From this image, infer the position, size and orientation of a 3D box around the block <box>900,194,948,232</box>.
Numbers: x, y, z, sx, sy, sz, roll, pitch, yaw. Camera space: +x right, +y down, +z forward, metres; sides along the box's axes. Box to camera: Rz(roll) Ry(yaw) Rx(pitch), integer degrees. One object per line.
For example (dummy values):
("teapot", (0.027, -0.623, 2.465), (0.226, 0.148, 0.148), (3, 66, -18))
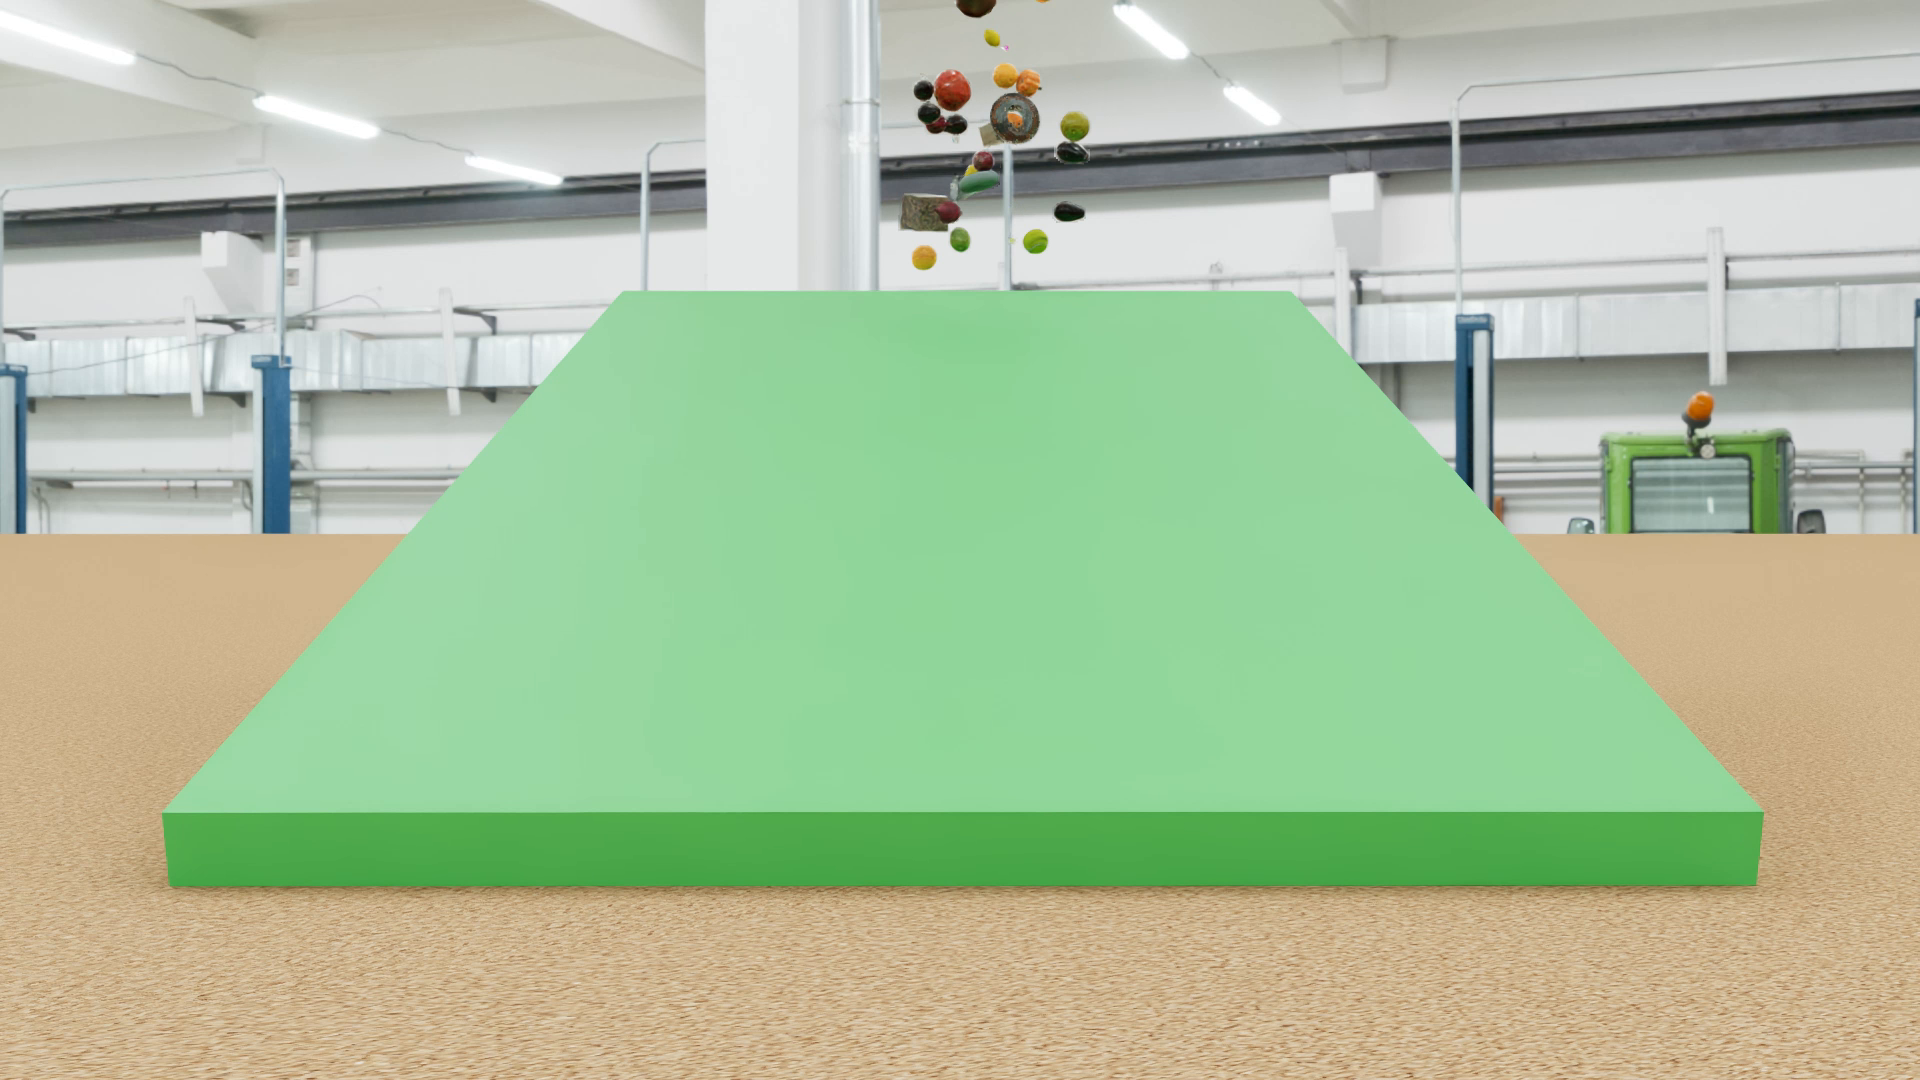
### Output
("block", (-0.098, -0.915, 6.157), (0.094, 0.094, 0.094), (-7, 16, -35))

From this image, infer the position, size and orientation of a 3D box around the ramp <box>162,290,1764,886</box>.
("ramp", (-0.002, -0.155, 4.688), (2.000, 0.100, 4.000), (0, 16, 0))

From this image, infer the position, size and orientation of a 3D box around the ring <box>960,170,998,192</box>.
("ring", (0.052, -0.999, 6.139), (0.114, 0.038, 0.114), (-15, -2, -1))

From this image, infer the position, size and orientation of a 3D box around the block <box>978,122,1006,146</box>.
("block", (0.097, -1.154, 6.266), (0.054, 0.054, 0.054), (-17, -3, 43))

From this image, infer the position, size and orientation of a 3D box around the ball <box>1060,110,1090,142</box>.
("ball", (0.322, -1.159, 6.168), (0.084, 0.084, 0.084), (0, 0, 0))

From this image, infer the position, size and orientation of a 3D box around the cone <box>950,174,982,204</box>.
("cone", (0.024, -1.002, 6.310), (0.083, 0.083, 0.083), (3, 0, -15))
